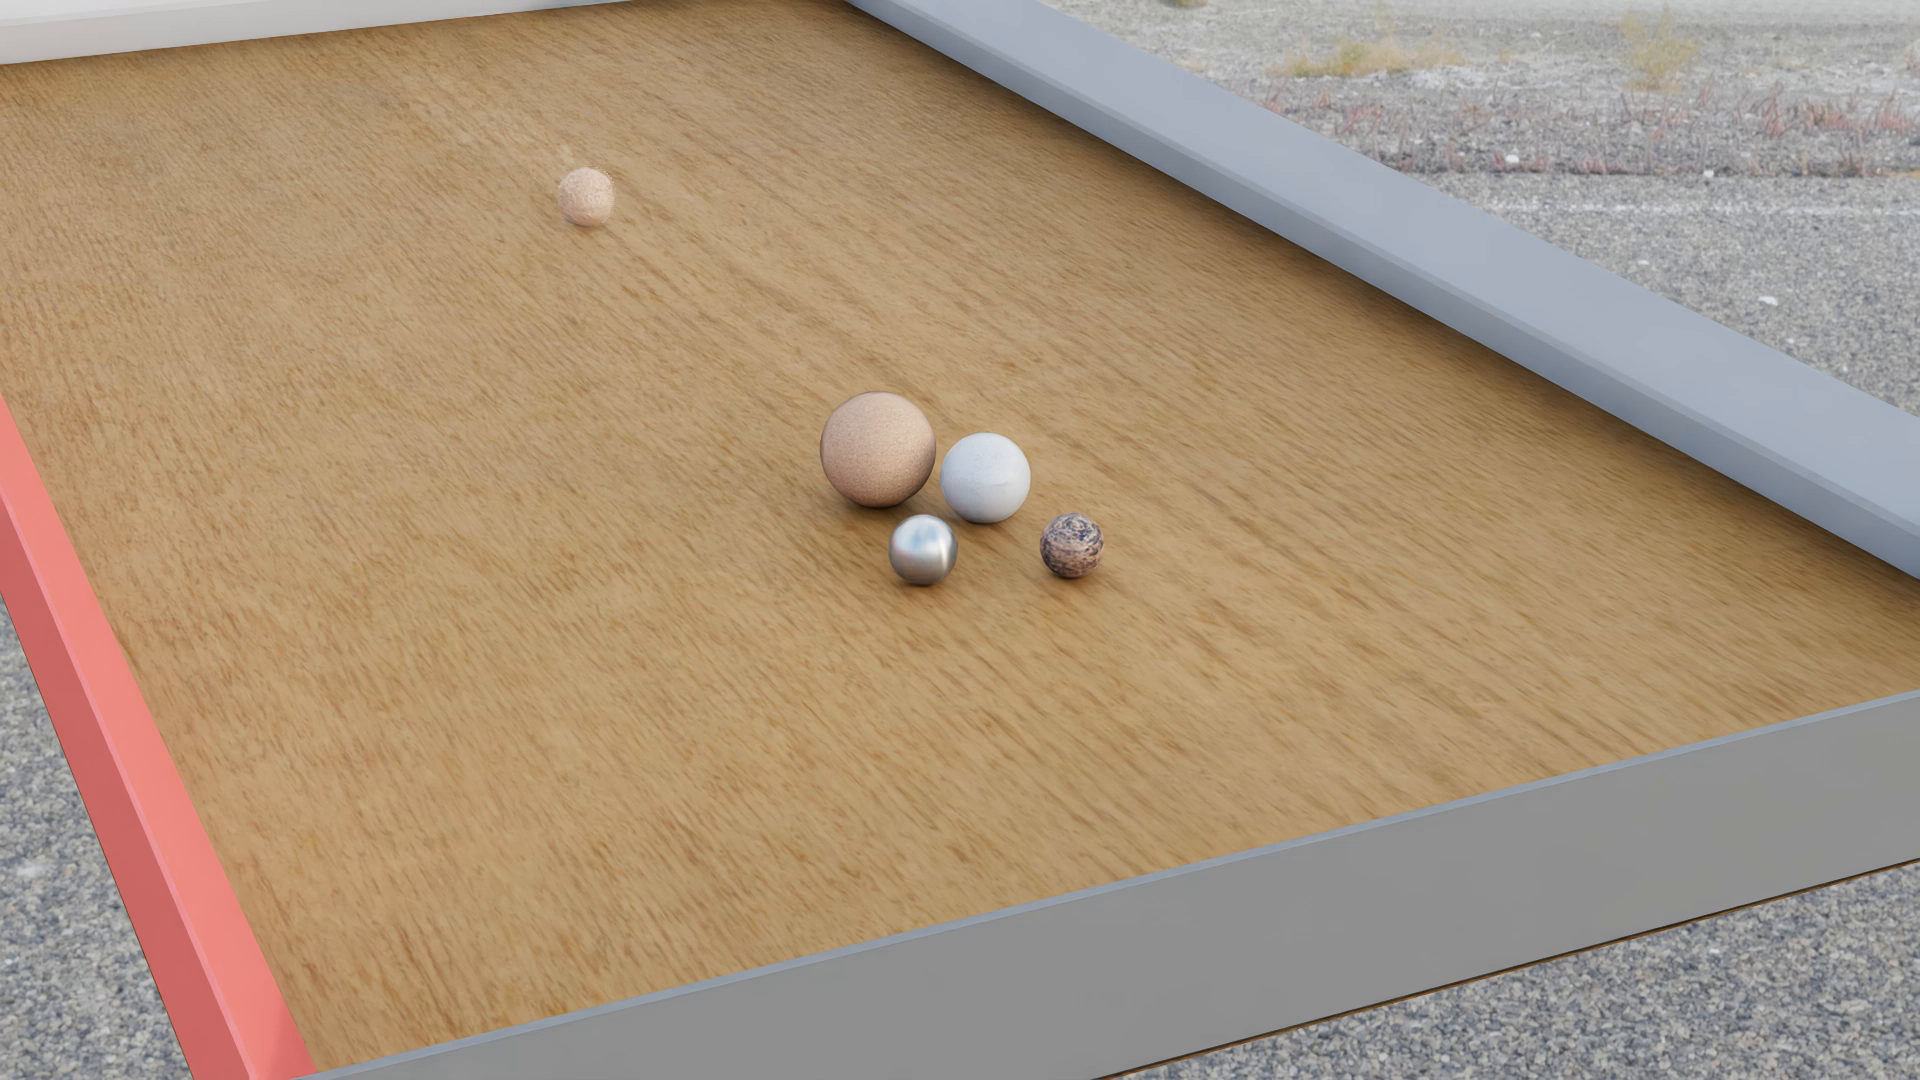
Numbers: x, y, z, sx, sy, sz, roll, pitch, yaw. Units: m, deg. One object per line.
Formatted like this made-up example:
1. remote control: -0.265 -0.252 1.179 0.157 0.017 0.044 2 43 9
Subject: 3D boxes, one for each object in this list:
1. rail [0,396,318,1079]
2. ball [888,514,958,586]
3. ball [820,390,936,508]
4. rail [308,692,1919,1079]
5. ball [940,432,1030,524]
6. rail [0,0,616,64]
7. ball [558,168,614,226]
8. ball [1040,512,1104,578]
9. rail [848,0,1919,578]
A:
1. rail: -0.856 -0.151 2.510 0.045 0.122 2.580 -10 26 -23
2. ball: -0.028 0.007 2.234 0.054 0.054 0.054 0 24 0
3. ball: -0.066 -0.073 2.368 0.094 0.094 0.094 0 24 0
4. rail: 0.261 0.199 1.705 1.337 0.122 0.045 -10 26 -23
5. ball: 0.020 -0.049 2.341 0.073 0.073 0.073 0 24 0
6. rail: -0.804 -0.717 3.812 1.337 0.122 0.045 -10 26 -23
7. ball: -0.390 -0.358 3.067 0.059 0.059 0.059 0 24 0
8. ball: 0.086 0.004 2.246 0.050 0.050 0.050 0 24 0
9. rail: 0.314 -0.367 3.007 0.045 0.122 2.580 -10 26 -23
